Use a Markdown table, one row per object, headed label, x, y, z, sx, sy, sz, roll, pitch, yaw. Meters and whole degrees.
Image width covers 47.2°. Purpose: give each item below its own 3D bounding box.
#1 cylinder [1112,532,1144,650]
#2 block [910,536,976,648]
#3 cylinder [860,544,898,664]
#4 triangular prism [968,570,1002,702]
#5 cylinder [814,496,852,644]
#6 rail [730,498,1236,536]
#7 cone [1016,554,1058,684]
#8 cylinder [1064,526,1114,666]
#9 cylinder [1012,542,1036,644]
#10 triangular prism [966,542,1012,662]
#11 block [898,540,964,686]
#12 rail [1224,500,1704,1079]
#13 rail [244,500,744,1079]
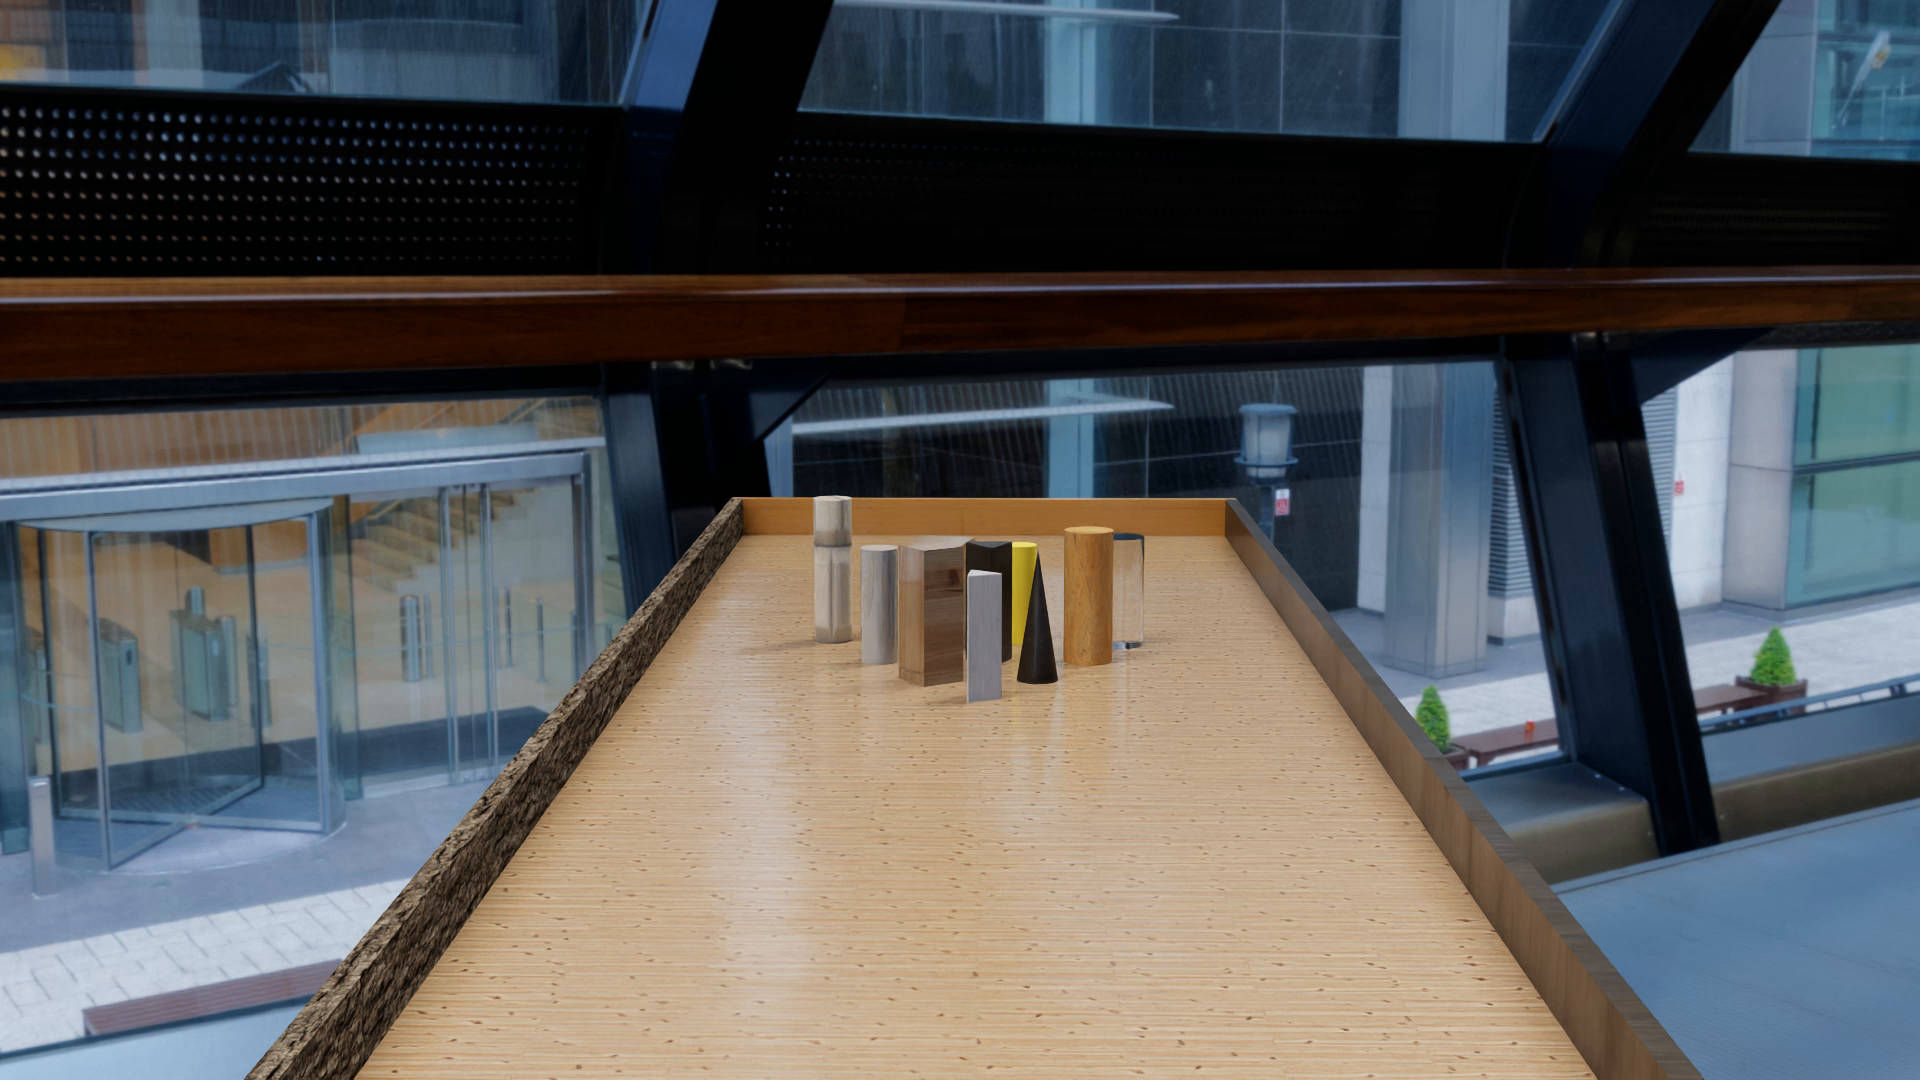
| label | x | y | z | sx | sy | sz | roll | pitch | yaw |
| --- | --- | --- | --- | --- | --- | --- | --- | --- | --- |
| cylinder | 0.502 | 0.159 | 6.911 | 0.152 | 0.343 | 0.152 | 0 | 9 | 0 |
| block | -0.056 | 0.164 | 6.914 | 0.171 | 0.331 | 0.171 | 2 | 9 | 14 |
| cylinder | -0.244 | 0.195 | 6.660 | 0.114 | 0.349 | 0.114 | 0 | 9 | 0 |
| triangular prism | 0.052 | 0.267 | 6.180 | 0.104 | 0.358 | 0.090 | -4 | 10 | -23 |
| cylinder | -0.402 | 0.093 | 6.966 | 0.122 | 0.455 | 0.122 | 0 | 9 | 0 |
| rail | 0.099 | -0.098 | 9.147 | 2.100 | 0.150 | 0.050 | 0 | 9 | 1 |
| cone | 0.226 | 0.218 | 6.402 | 0.122 | 0.387 | 0.122 | 0 | 9 | 0 |
| cylinder | 0.389 | 0.169 | 6.660 | 0.148 | 0.402 | 0.148 | 0 | 9 | 0 |
| cylinder | 0.191 | 0.168 | 6.950 | 0.100 | 0.312 | 0.100 | 0 | 9 | 0 |
| triangular prism | 0.107 | 0.188 | 6.664 | 0.120 | 0.362 | 0.138 | -6 | 11 | -33 |
| block | -0.084 | 0.212 | 6.398 | 0.136 | 0.398 | 0.136 | -6 | 11 | -33 |
| rail | 1.046 | 0.843 | 3.208 | 0.050 | 0.150 | 12.000 | 0 | 9 | 1 |
| rail | -1.004 | 0.839 | 3.234 | 0.050 | 0.150 | 12.000 | 0 | 9 | 1 |
